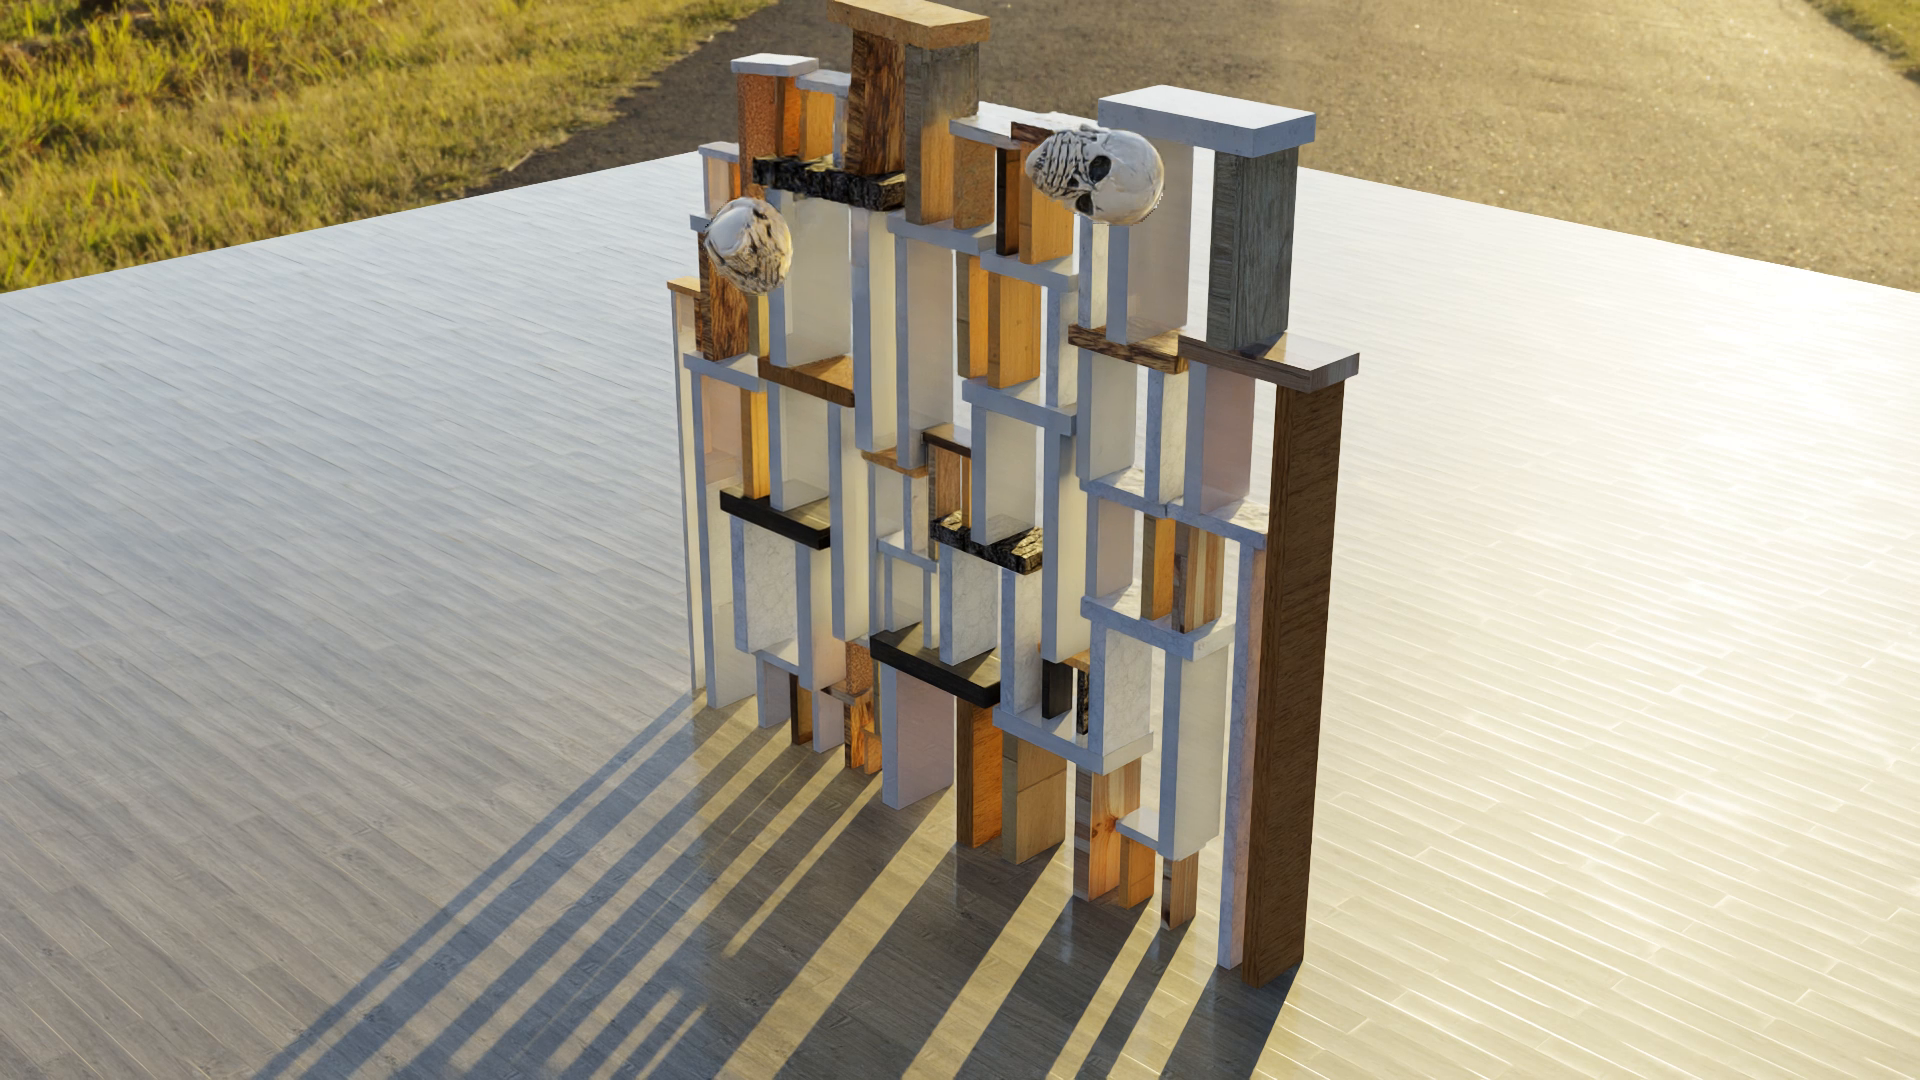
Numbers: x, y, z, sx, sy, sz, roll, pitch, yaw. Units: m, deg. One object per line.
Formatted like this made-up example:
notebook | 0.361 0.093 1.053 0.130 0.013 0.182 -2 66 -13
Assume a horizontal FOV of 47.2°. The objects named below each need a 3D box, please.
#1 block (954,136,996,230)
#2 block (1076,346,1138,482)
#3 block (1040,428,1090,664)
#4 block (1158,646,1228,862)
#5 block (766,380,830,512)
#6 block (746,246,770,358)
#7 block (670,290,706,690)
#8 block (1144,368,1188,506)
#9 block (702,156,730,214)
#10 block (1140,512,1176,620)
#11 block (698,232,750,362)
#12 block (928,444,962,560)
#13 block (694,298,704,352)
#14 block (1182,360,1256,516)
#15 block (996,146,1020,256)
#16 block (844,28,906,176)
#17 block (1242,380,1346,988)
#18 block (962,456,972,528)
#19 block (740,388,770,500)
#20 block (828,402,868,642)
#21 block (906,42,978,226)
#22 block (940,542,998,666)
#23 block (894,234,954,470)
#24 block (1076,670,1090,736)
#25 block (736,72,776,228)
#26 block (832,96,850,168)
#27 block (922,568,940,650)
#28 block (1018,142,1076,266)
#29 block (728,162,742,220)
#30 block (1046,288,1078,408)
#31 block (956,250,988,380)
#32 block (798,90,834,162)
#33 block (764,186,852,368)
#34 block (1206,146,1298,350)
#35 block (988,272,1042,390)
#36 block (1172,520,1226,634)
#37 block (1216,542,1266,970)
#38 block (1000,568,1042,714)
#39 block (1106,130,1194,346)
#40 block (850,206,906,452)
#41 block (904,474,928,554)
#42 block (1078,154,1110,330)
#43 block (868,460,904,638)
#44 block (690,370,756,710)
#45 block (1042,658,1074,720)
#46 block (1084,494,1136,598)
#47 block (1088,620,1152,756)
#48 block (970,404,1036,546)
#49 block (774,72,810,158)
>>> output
block | 0.026 -0.644 3.926 0.024 0.167 0.083 22 31 40
block | 0.256 -0.233 3.841 0.119 0.239 0.034 -21 31 -40
block | 0.209 -0.004 3.988 0.038 0.449 0.135 21 31 41
block | 0.416 0.367 3.925 0.037 0.408 0.131 21 31 41
block | -0.327 -0.209 4.503 0.039 0.275 0.138 21 30 40
block | -0.374 -0.491 4.426 0.032 0.226 0.113 21 30 41
block | -0.581 -0.101 4.807 0.016 0.932 0.058 21 31 41
block | 0.368 -0.189 3.737 0.119 0.238 0.034 -21 31 -40
block | -0.491 -0.725 4.454 0.017 0.119 0.059 20 30 39
block | 0.361 0.034 3.840 0.099 0.197 0.028 -21 31 -40
block | -0.481 -0.511 4.530 0.032 0.269 0.113 20 30 40
block | -0.029 -0.082 4.227 0.020 0.236 0.070 21 30 40
block | -0.527 -0.456 4.598 0.016 0.115 0.058 21 30 40
block | 0.434 -0.186 3.673 0.038 0.265 0.133 21 31 40
block | 0.102 -0.599 3.851 0.083 0.190 0.024 -20 30 -39
block | -0.141 -0.832 4.111 0.040 0.283 0.142 25 30 39
block | 0.560 0.256 3.725 0.038 1.119 0.133 21 31 41
block | 0.035 -0.099 4.147 0.070 0.140 0.020 -21 31 -40
block | -0.396 -0.214 4.564 0.034 0.238 0.119 21 31 40
block | -0.198 -0.051 4.429 0.039 0.509 0.138 21 30 41
block | -0.032 -0.735 3.946 0.040 0.318 0.142 22 31 40
block | 0.017 0.106 4.254 0.035 0.250 0.125 21 31 41
block | -0.066 -0.362 4.139 0.117 0.453 0.033 -21 30 -40
block | 0.246 0.291 4.084 0.019 0.131 0.066 21 31 41
block | -0.398 -0.773 4.333 0.023 0.302 0.080 21 31 39
block | -0.206 -0.781 4.159 0.020 0.142 0.071 31 43 31
block | -0.034 0.124 4.319 0.083 0.166 0.024 -21 31 -40
block | 0.151 -0.592 3.805 0.106 0.212 0.030 -21 31 -40
block | -0.434 -0.704 4.404 0.017 0.119 0.059 20 30 40
block | 0.199 -0.348 3.852 0.107 0.213 0.030 -21 31 -40
block | 0.047 -0.420 3.998 0.117 0.234 0.033 -21 30 -41
block | -0.275 -0.804 4.219 0.020 0.142 0.071 31 41 33
block | -0.299 -0.530 4.348 0.050 0.351 0.175 17 25 41
block | 0.467 -0.475 3.514 0.045 0.317 0.158 21 31 40
block | 0.098 -0.387 3.945 0.030 0.213 0.107 21 31 41
block | 0.412 0.050 3.792 0.029 0.204 0.102 21 31 41
block | 0.509 0.373 3.825 0.029 0.825 0.102 21 31 41
block | 0.133 0.173 4.152 0.035 0.294 0.125 21 31 40
block | 0.316 -0.516 3.659 0.158 0.356 0.045 -21 31 -40
block | -0.126 -0.417 4.229 0.050 0.471 0.176 17 25 41
block | -0.072 -0.060 4.274 0.081 0.161 0.023 -21 31 -40
block | 0.249 -0.514 3.730 0.106 0.297 0.030 -21 31 -40
block | -0.145 0.020 4.395 0.081 0.405 0.023 -20 31 -39
block | -0.509 -0.006 4.772 0.034 0.783 0.119 21 31 41
block | 0.184 0.266 4.141 0.019 0.131 0.066 21 31 41
block | 0.268 -0.003 3.926 0.099 0.197 0.028 -21 31 -40
block | 0.293 0.251 4.010 0.037 0.262 0.131 21 31 41
block | 0.081 -0.136 4.070 0.135 0.269 0.038 -21 31 -41
block | -0.320 -0.823 4.247 0.023 0.159 0.080 26 35 33
